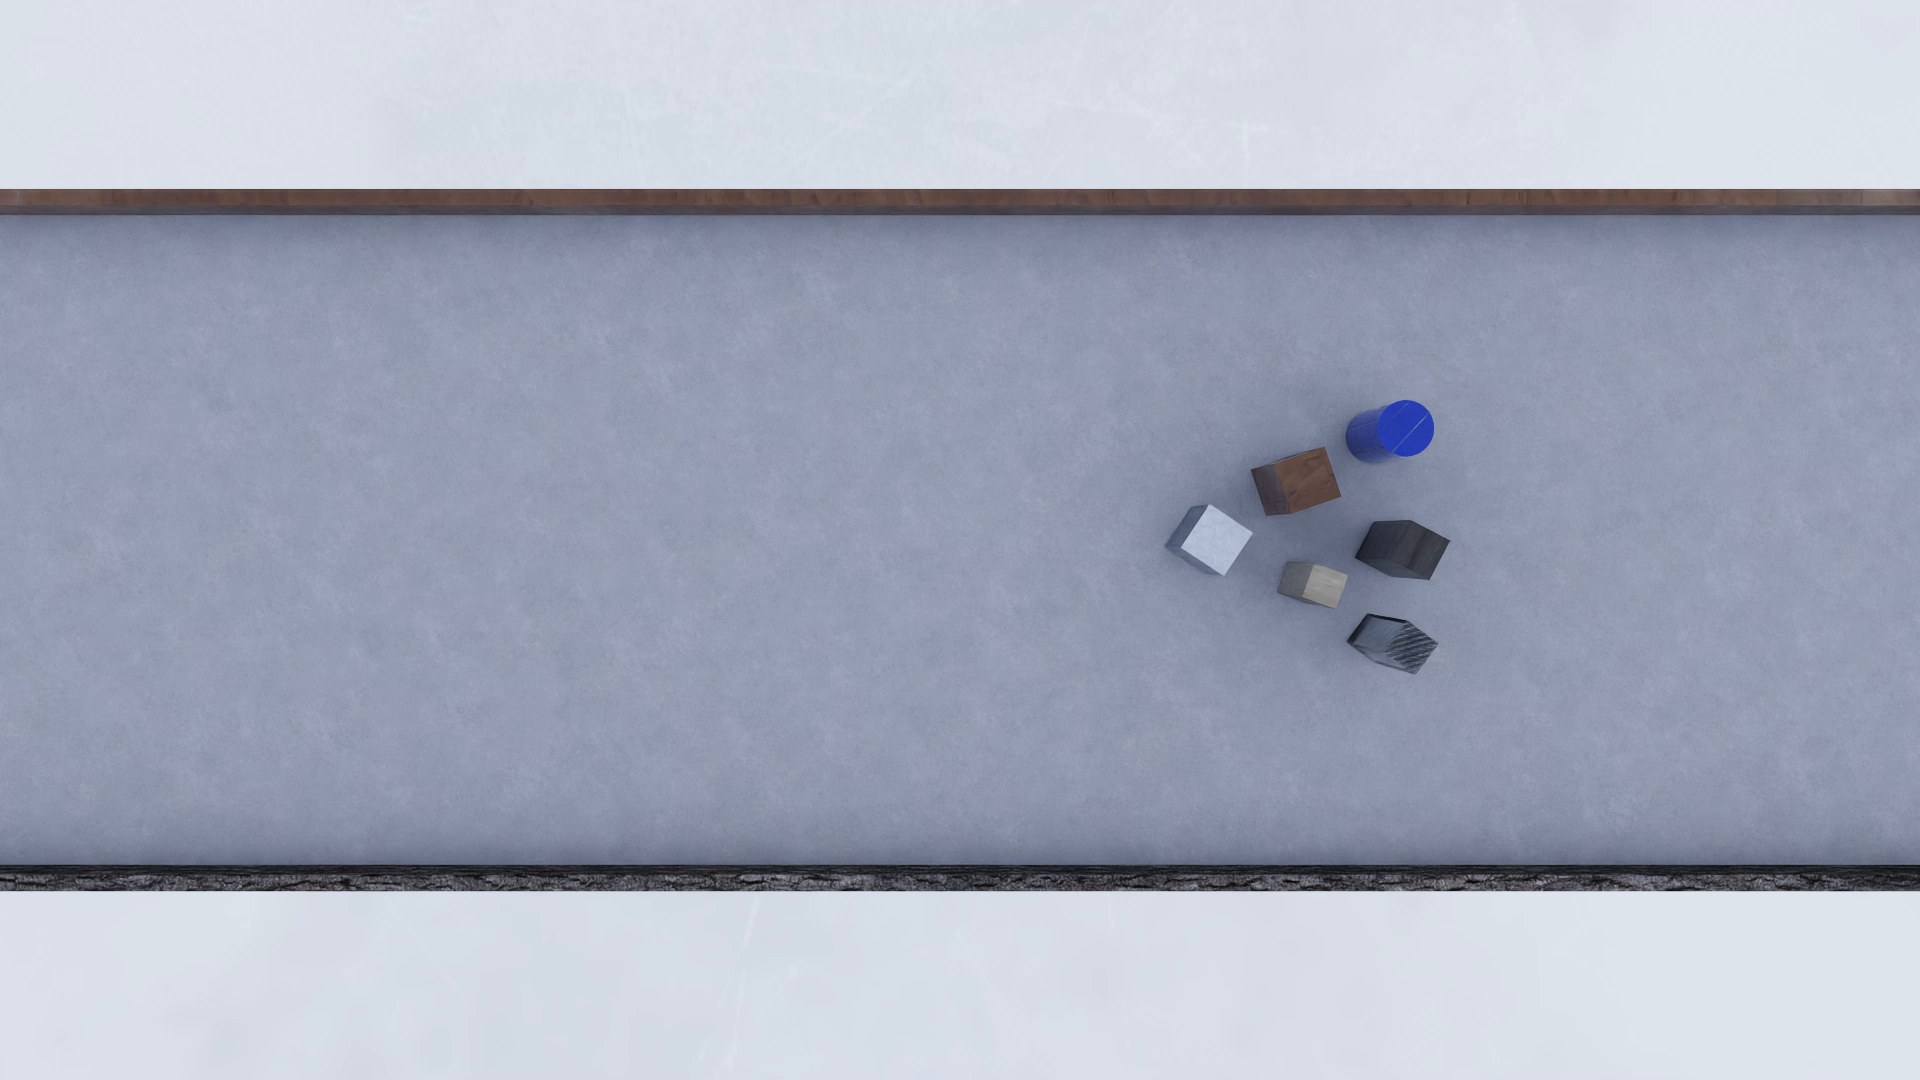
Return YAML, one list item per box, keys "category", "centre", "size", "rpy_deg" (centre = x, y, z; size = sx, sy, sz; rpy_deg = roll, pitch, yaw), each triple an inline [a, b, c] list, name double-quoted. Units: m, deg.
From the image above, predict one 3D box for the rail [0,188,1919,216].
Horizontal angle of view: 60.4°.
- category: "rail"
  centre: [-2.247, -1.025, 5.002]
  size: [12.000, 0.150, 0.050]
  rpy_deg: [0, 90, 0]

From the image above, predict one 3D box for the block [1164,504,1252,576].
- category: "block"
  centre: [0.732, 0.000, 4.887]
  size: [0.148, 0.378, 0.148]
  rpy_deg: [34, 90, 0]

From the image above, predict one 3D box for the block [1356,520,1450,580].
- category: "block"
  centre: [1.300, 0.028, 4.869]
  size: [0.126, 0.415, 0.126]
  rpy_deg: [28, 90, 0]

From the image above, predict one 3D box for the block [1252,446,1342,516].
- category: "block"
  centre: [0.990, -0.170, 4.883]
  size: [0.151, 0.387, 0.151]
  rpy_deg: [-19, 90, 0]

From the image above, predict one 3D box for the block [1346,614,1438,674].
- category: "block"
  centre: [1.265, 0.302, 4.850]
  size: [0.110, 0.453, 0.110]
  rpy_deg: [37, 90, 0]

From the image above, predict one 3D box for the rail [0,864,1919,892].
- category: "rail"
  centre: [-2.247, 1.025, 5.001]
  size: [12.000, 0.150, 0.050]
  rpy_deg: [0, 90, 0]

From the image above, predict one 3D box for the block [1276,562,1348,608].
- category: "block"
  centre: [1.040, 0.131, 4.885]
  size: [0.102, 0.383, 0.102]
  rpy_deg: [20, 90, 0]

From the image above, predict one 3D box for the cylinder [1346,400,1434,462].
- category: "cylinder"
  centre: [1.267, -0.318, 4.881]
  size: [0.161, 0.390, 0.161]
  rpy_deg: [0, 90, 0]
